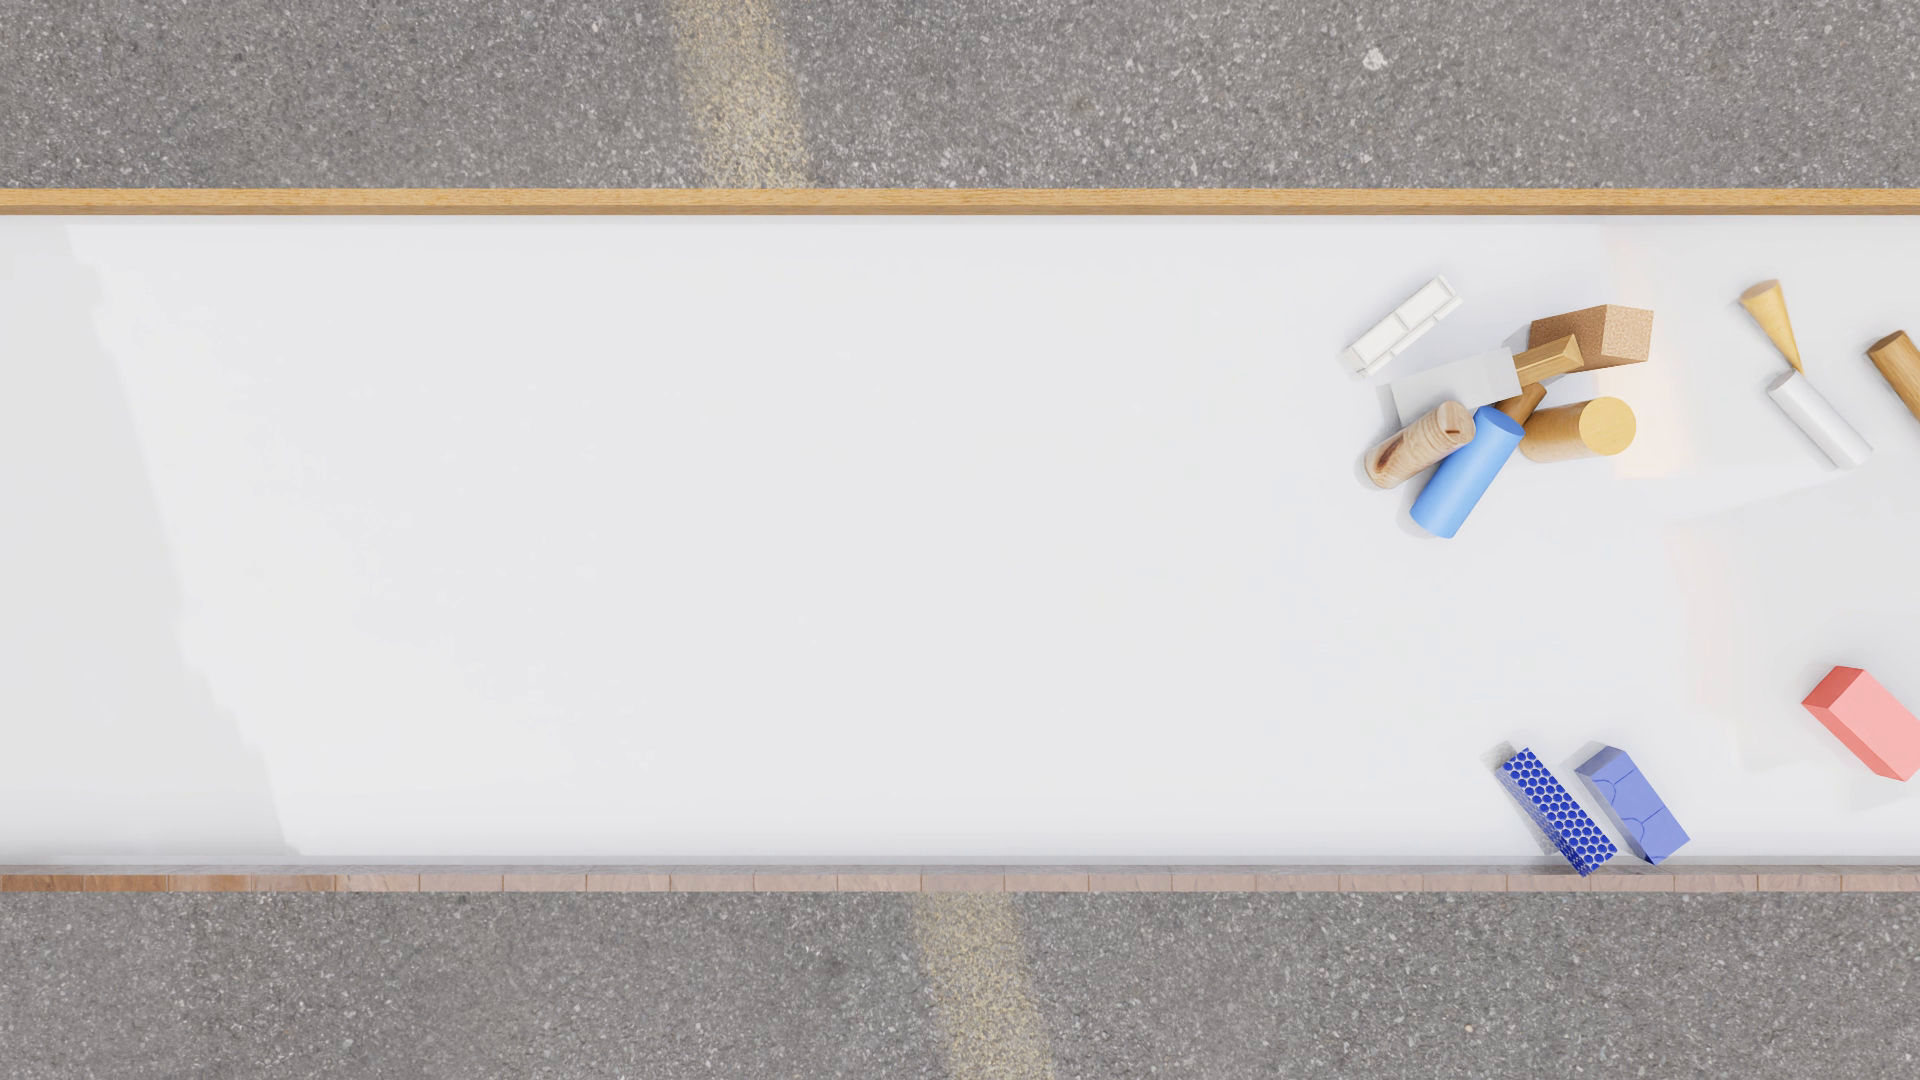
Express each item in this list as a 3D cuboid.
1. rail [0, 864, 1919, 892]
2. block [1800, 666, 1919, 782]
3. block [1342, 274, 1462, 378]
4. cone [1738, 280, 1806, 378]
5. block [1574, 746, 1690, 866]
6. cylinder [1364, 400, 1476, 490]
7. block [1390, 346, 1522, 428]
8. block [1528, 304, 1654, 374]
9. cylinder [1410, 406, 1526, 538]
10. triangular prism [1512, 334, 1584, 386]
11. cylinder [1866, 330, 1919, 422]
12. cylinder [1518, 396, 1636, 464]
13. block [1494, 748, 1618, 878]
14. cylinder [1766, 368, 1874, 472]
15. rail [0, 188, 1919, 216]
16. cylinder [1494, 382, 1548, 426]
[{"bbox_3d":[-2.247,1.025,5.001,12.000,0.150,0.050,0,90,0],"label":"rail"},{"bbox_3d":[2.758,0.554,4.996,0.319,0.161,0.161,43,90,0],"label":"block"},{"bbox_3d":[1.344,-0.648,5.023,0.357,0.107,0.107,-39,90,0],"label":"block"},{"bbox_3d":[2.519,-0.620,5.047,0.120,0.120,0.340,-32,100,0],"label":"cone"},{"bbox_3d":[2.040,0.804,5.011,0.132,0.132,0.331,-36,90,0],"label":"block"},{"bbox_3d":[1.362,-0.278,4.900,0.137,0.335,0.137,11,63,-24],"label":"cylinder"},{"bbox_3d":[1.471,-0.453,4.901,0.145,0.331,0.145,-16,90,-38],"label":"block"},{"bbox_3d":[1.846,-0.587,4.852,0.143,0.432,0.143,7,90,-9],"label":"block"},{"bbox_3d":[1.510,-0.200,4.918,0.152,0.152,0.383,27,119,0],"label":"cylinder"},{"bbox_3d":[1.641,-0.509,4.890,0.094,0.423,0.081,18,69,-29],"label":"triangular prism"},{"bbox_3d":[2.933,-0.444,5.018,0.117,0.117,0.397,-37,90,0],"label":"cylinder"},{"bbox_3d":[1.809,-0.320,4.857,0.168,0.427,0.168,0,90,-4],"label":"cylinder"},{"bbox_3d":[1.788,0.817,4.953,0.102,0.102,0.389,-34,69,-9],"label":"block"},{"bbox_3d":[2.618,-0.366,5.023,0.106,0.106,0.335,-44,90,0],"label":"cylinder"},{"bbox_3d":[-2.247,-1.025,5.002,12.000,0.150,0.050,0,90,0],"label":"rail"},{"bbox_3d":[1.651,-0.351,5.026,0.101,0.101,0.312,37,90,0],"label":"cylinder"}]
